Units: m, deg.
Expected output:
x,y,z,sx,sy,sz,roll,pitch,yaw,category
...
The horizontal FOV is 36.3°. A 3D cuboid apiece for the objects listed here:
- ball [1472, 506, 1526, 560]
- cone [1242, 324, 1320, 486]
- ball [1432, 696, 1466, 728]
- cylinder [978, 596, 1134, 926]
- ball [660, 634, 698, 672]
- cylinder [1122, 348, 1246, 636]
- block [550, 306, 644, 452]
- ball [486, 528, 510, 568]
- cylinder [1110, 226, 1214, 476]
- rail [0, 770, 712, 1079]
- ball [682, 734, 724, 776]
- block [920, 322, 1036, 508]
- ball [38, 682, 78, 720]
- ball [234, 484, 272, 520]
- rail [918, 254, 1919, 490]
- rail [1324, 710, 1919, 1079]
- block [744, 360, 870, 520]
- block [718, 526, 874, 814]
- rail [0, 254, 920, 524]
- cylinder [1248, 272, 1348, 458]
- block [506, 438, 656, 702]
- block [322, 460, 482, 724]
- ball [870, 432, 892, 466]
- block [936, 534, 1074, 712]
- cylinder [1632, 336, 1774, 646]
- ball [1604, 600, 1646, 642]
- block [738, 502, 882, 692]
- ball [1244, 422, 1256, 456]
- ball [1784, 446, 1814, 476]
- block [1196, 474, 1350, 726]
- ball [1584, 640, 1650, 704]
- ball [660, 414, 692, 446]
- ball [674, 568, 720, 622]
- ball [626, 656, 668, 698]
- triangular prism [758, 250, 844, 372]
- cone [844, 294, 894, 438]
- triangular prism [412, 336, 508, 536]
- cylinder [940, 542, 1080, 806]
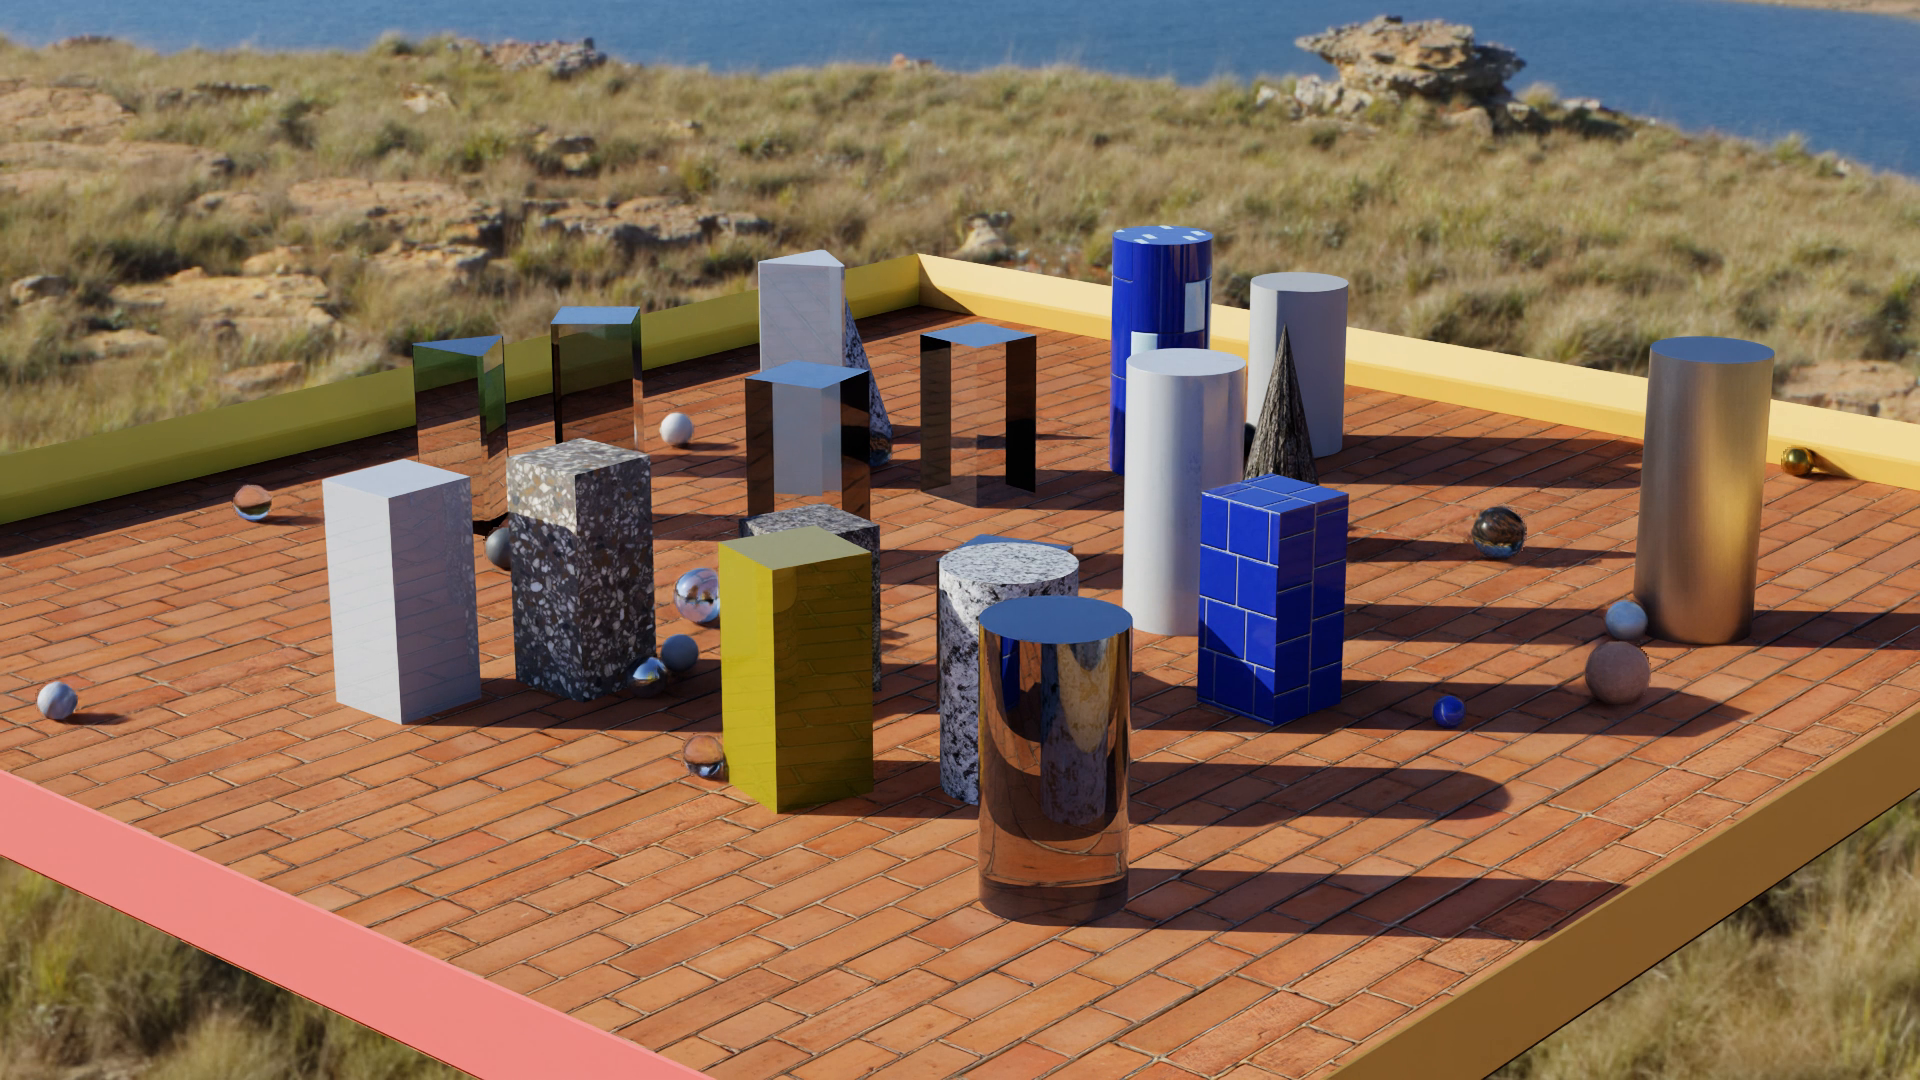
x,y,z,sx,sy,sz,roll,pitch,yaw,category
0.979,-0.013,5.331,0.096,0.096,0.096,0,17,0,ball
0.587,-0.190,5.346,0.199,0.427,0.199,0,17,0,cone
0.750,0.263,4.496,0.050,0.050,0.050,0,17,0,ball
0.124,0.286,3.835,0.199,0.386,0.199,0,17,0,cylinder
-0.454,0.183,4.739,0.062,0.062,0.062,0,17,0,ball
0.377,-0.082,4.949,0.199,0.449,0.199,0,17,0,cylinder
-0.730,-0.302,5.922,0.160,0.310,0.160,0,17,1,block
-0.818,0.015,5.280,0.073,0.073,0.073,0,17,0,ball
0.402,-0.376,5.878,0.199,0.477,0.199,0,17,0,cylinder
-1.130,0.408,3.874,3.315,0.130,0.045,14,22,39,rail
-0.376,0.316,4.299,0.062,0.062,0.062,0,17,0,ball
0.035,-0.245,5.721,0.160,0.317,0.160,-15,22,-41,block
-1.394,0.248,4.529,0.059,0.059,0.059,0,17,0,ball
-1.344,-0.071,5.571,0.070,0.070,0.070,0,17,0,ball
1.130,-0.343,6.366,3.315,0.130,0.045,14,22,39,rail
1.234,0.341,4.094,0.045,0.130,3.494,14,22,39,rail
-0.271,-0.125,5.255,0.160,0.354,0.160,9,19,29,block
-0.235,0.184,4.216,0.160,0.363,0.160,-10,20,-31,block
-1.234,-0.276,6.145,0.045,0.130,3.494,14,22,39,rail
0.696,-0.363,6.057,0.199,0.348,0.199,0,17,0,cylinder
-0.600,0.046,4.660,0.160,0.371,0.160,14,22,39,block
-0.868,0.078,4.567,0.160,0.363,0.160,14,22,39,block
-0.173,-0.185,5.944,0.072,0.072,0.072,0,17,0,ball
0.070,0.139,4.569,0.160,0.246,0.160,8,18,25,block
1.240,-0.084,4.901,0.199,0.480,0.199,0,17,0,cylinder
1.111,0.135,4.891,0.068,0.068,0.068,0,17,0,ball
-0.237,0.103,4.637,0.160,0.274,0.160,-12,21,-35,block
0.582,-0.207,6.021,0.071,0.071,0.071,0,17,0,ball
1.680,-0.157,5.872,0.059,0.059,0.059,0,17,0,ball
0.486,0.091,4.562,0.160,0.342,0.160,-15,22,-40,block
1.029,0.208,4.594,0.100,0.100,0.100,0,17,0,ball
-0.590,-0.229,6.097,0.068,0.068,0.068,0,17,0,ball
-0.440,0.094,4.982,0.093,0.093,0.093,0,17,0,ball
-0.493,0.216,4.625,0.066,0.066,0.066,0,17,0,ball
-0.292,-0.344,5.826,0.173,0.444,0.150,4,17,13,triangular prism
-0.240,-0.369,6.160,0.199,0.301,0.199,0,17,0,cone
-0.909,-0.204,5.536,0.173,0.345,0.150,11,20,33,triangular prism
0.070,0.193,4.232,0.199,0.336,0.199,0,17,0,cylinder
